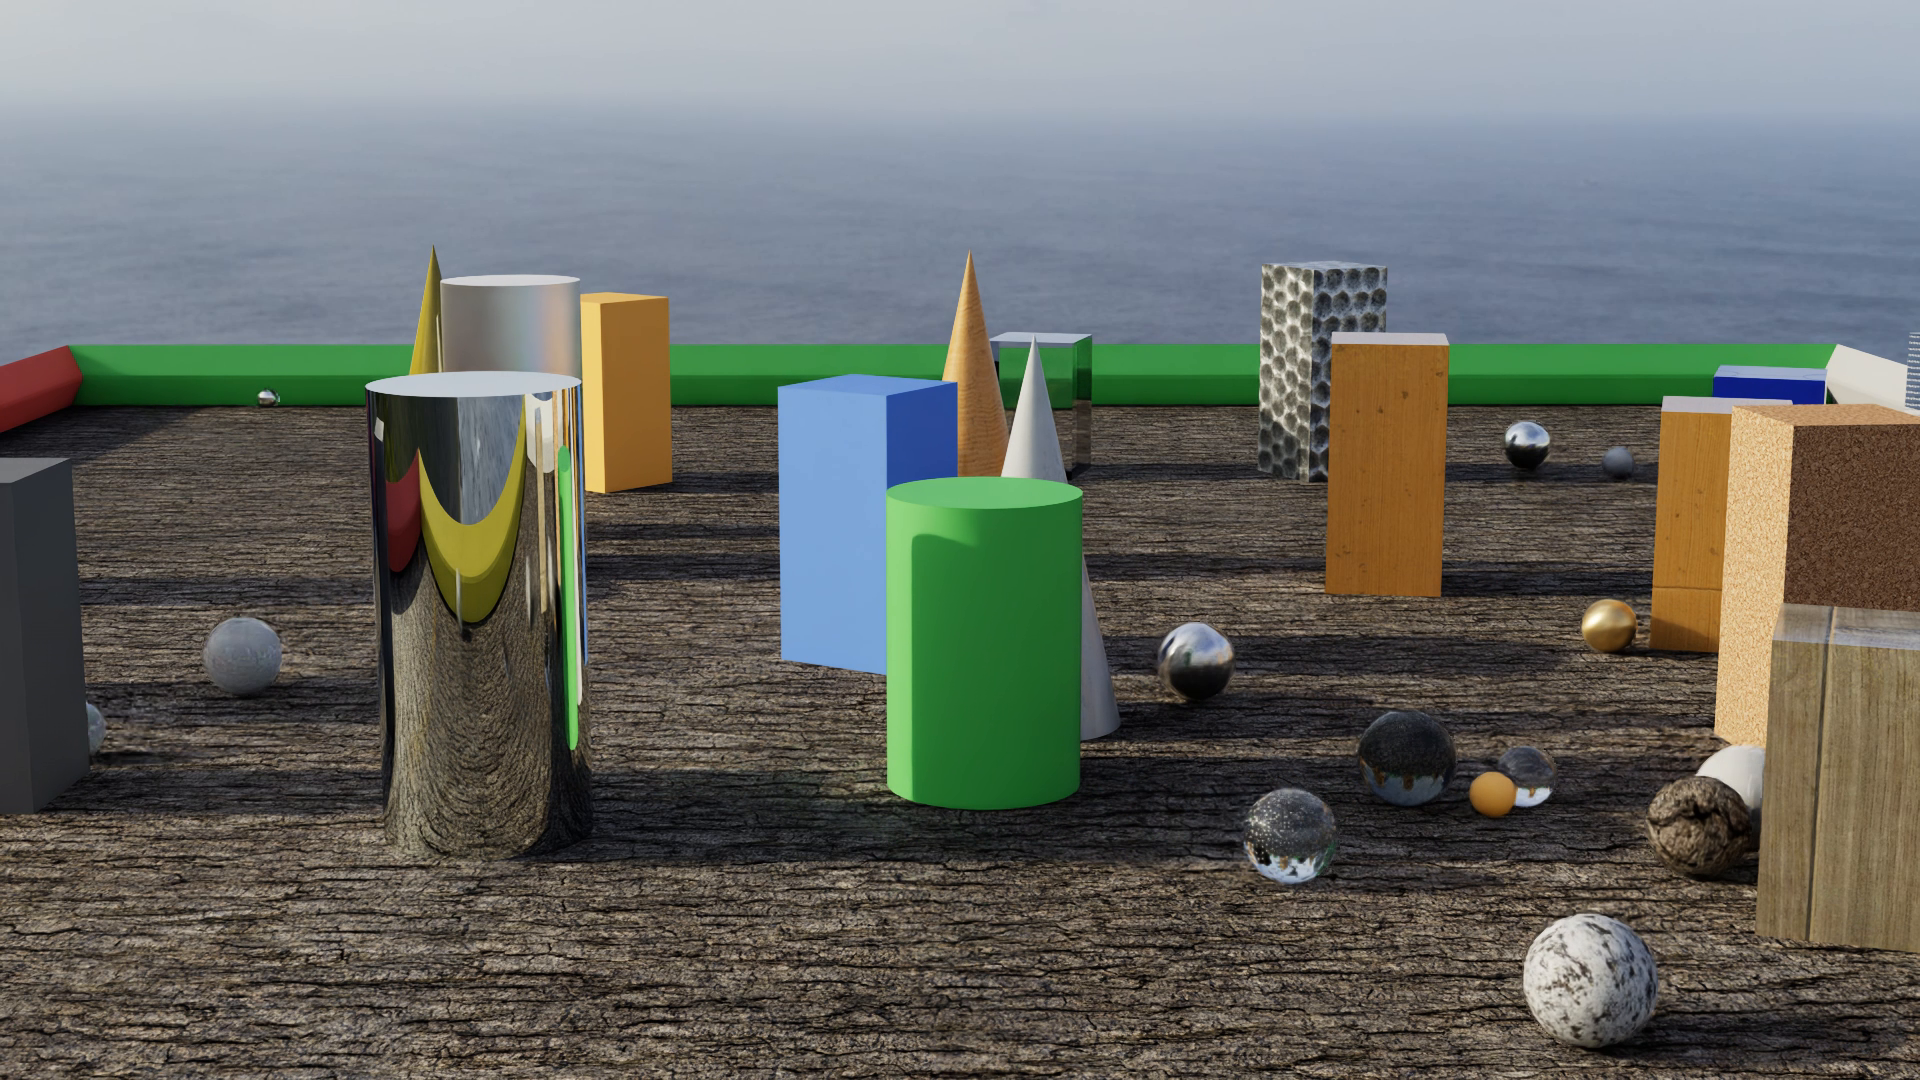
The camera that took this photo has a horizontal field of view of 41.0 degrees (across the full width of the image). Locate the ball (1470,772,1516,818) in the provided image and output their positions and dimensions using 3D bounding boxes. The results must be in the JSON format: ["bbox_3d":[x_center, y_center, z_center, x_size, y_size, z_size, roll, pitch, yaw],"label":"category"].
[{"bbox_3d":[0.522,0.250,2.516,0.045,0.045,0.045,0,10,0],"label":"ball"}]

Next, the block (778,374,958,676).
[{"bbox_3d":[-0.112,-0.024,3.181,0.159,0.340,0.159,7,12,32],"label":"block"}]

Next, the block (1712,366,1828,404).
[{"bbox_3d":[1.231,-0.122,3.914,0.159,0.267,0.159,4,11,19],"label":"block"}]

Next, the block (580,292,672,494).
[{"bbox_3d":[-0.622,-0.262,4.506,0.159,0.327,0.159,9,14,40],"label":"block"}]

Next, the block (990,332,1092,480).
[{"bbox_3d":[0.143,-0.244,4.635,0.159,0.245,0.159,3,11,15],"label":"block"}]

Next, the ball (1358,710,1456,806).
[{"bbox_3d":[0.444,0.217,2.551,0.097,0.097,0.097,0,10,0],"label":"ball"}]

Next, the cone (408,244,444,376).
[{"bbox_3d":[-0.817,-0.237,4.018,0.199,0.454,0.199,0,10,0],"label":"cone"}]

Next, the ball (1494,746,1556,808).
[{"bbox_3d":[0.561,0.235,2.550,0.061,0.061,0.061,0,10,0],"label":"ball"}]

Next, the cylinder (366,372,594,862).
[{"bbox_3d":[-0.454,0.067,2.435,0.199,0.433,0.199,0,10,0],"label":"cylinder"}]

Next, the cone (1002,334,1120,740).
[{"bbox_3d":[0.081,-0.012,2.846,0.199,0.439,0.199,0,10,0],"label":"cone"}]

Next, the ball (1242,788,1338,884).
[{"bbox_3d":[0.298,0.267,2.311,0.086,0.086,0.086,0,10,0],"label":"ball"}]

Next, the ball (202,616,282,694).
[{"bbox_3d":[-0.842,0.135,3.009,0.091,0.091,0.091,0,10,0],"label":"ball"}]

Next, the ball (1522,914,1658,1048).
[{"bbox_3d":[0.473,0.331,1.928,0.099,0.099,0.099,0,10,0],"label":"ball"}]

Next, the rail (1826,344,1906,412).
[{"bbox_3d":[1.896,0.031,3.459,0.045,0.129,4.319,0,10,0],"label":"rail"}]

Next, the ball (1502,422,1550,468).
[{"bbox_3d":[1.036,-0.174,4.694,0.086,0.086,0.086,0,10,0],"label":"ball"}]

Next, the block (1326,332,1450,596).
[{"bbox_3d":[0.600,-0.110,3.619,0.159,0.350,0.159,2,11,8],"label":"block"}]

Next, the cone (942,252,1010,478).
[{"bbox_3d":[0.015,-0.193,3.746,0.199,0.467,0.199,0,10,0],"label":"cone"}]

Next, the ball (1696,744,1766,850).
[{"bbox_3d":[0.739,0.242,2.413,0.098,0.098,0.098,0,10,0],"label":"ball"}]

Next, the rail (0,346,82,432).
[{"bbox_3d":[-1.896,0.035,3.438,0.045,0.129,4.319,0,10,0],"label":"rail"}]

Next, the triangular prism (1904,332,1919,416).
[{"bbox_3d":[1.466,-0.121,3.677,0.149,0.350,0.172,-9,14,-41],"label":"triangular prism"}]

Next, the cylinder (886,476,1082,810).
[{"bbox_3d":[0.025,0.101,2.613,0.199,0.303,0.199,0,10,0],"label":"cylinder"}]

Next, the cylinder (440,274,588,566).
[{"bbox_3d":[-0.648,-0.167,3.734,0.199,0.421,0.199,0,10,0],"label":"cylinder"}]

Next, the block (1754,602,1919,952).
[{"bbox_3d":[0.776,0.200,2.201,0.159,0.256,0.159,4,11,20],"label":"block"}]

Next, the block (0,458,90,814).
[{"bbox_3d":[-0.990,0.093,2.577,0.159,0.331,0.159,0,10,1],"label":"block"}]

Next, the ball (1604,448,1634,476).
[{"bbox_3d":[1.181,-0.139,4.598,0.052,0.052,0.052,0,10,0],"label":"ball"}]

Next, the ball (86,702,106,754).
[{"bbox_3d":[-0.941,0.201,2.728,0.062,0.062,0.062,0,10,0],"label":"ball"}]

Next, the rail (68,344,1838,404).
[{"bbox_3d":[-0.012,-0.355,5.549,3.839,0.129,0.045,0,10,0],"label":"rail"}]

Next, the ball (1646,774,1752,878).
[{"bbox_3d":[0.671,0.260,2.331,0.092,0.092,0.092,0,10,0],"label":"ball"}]

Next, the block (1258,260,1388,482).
[{"bbox_3d":[0.650,-0.306,4.611,0.159,0.375,0.159,-5,12,-27],"label":"block"}]

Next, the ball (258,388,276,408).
[{"bbox_3d":[-1.494,-0.306,5.531,0.041,0.041,0.041,0,10,0],"label":"ball"}]

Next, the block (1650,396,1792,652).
[{"bbox_3d":[0.971,-0.021,3.272,0.159,0.303,0.159,3,11,16],"label":"block"}]

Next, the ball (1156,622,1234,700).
[{"bbox_3d":[0.273,0.141,2.978,0.090,0.090,0.090,0,10,0],"label":"ball"}]

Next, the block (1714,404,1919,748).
[{"bbox_3d":[0.921,0.047,2.733,0.159,0.364,0.159,-1,11,-6],"label":"block"}]

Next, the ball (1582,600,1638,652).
[{"bbox_3d":[0.816,0.108,3.222,0.067,0.067,0.067,0,10,0],"label":"ball"}]
